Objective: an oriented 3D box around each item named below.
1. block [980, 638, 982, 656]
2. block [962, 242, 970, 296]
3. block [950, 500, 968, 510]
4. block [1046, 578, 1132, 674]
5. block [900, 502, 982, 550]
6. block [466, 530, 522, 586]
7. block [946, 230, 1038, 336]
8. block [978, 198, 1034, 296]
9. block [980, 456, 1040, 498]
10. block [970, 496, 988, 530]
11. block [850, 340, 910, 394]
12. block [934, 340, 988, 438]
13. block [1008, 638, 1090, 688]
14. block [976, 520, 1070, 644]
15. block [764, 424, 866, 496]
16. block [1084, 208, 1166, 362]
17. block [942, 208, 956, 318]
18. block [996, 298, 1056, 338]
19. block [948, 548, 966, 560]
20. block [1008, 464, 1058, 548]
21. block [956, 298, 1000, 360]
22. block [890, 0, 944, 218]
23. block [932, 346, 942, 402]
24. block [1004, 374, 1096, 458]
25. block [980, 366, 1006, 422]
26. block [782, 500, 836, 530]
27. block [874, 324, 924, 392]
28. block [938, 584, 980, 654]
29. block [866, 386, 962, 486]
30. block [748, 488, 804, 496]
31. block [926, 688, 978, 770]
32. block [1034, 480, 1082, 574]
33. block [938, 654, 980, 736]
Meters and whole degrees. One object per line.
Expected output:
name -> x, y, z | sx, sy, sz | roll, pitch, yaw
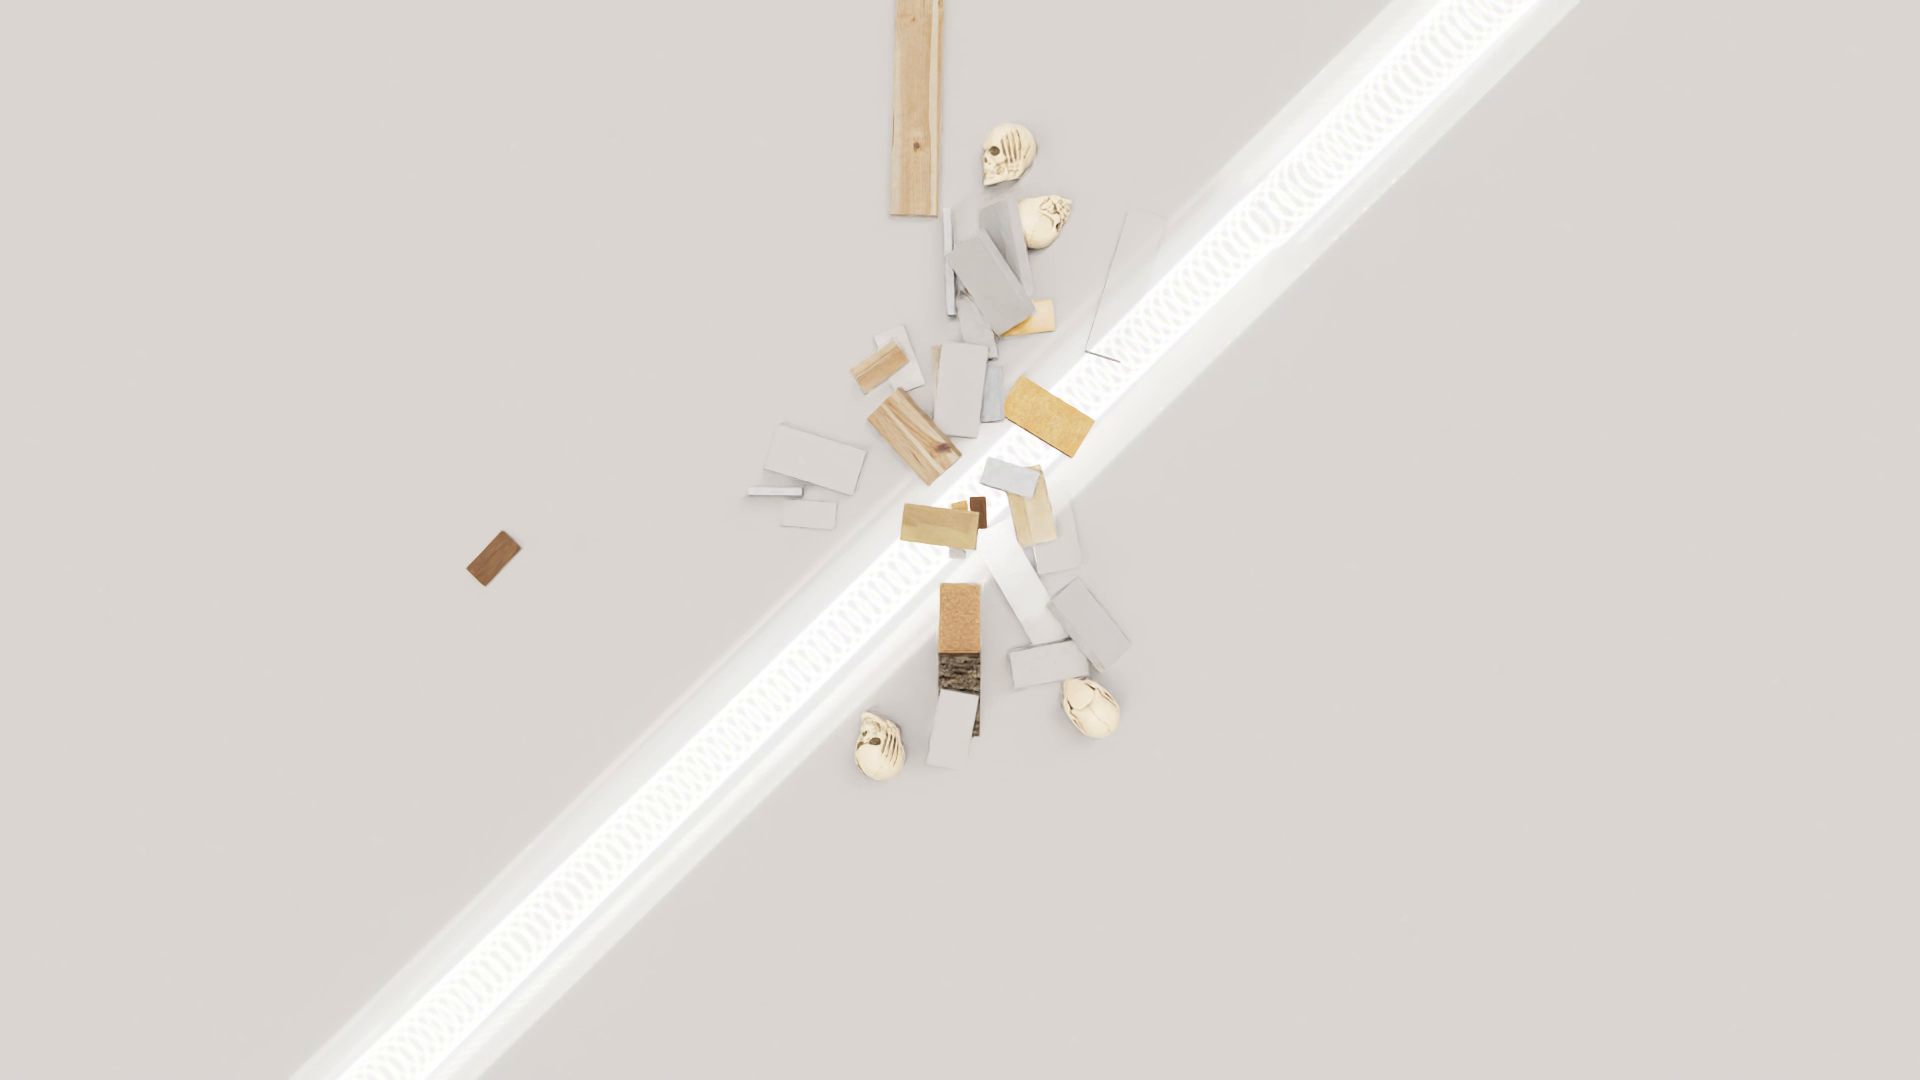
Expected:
block -> 0.000, 0.460, 5.481 | 0.136, 0.039, 0.273 | 1, 90, 0
block -> 0.058, -0.908, 5.488 | 0.088, 0.025, 0.176 | -5, 90, 0
block -> 0.007, -0.075, 5.492 | 0.054, 0.015, 0.109 | -12, 90, 0
block -> 0.426, 0.283, 5.440 | 0.291, 0.041, 0.145 | 51, 53, 0
block -> -0.066, -0.044, 5.460 | 0.254, 0.036, 0.127 | 7, 90, 10
block -> -1.549, 0.061, 5.488 | 0.088, 0.025, 0.176 | 43, 90, 0
block -> 0.101, -0.834, 5.363 | 0.157, 0.044, 0.314 | -27, 100, 41
block -> 0.150, -0.946, 5.414 | 0.044, 0.157, 0.314 | -13, 94, -37
block -> 0.165, -0.206, 5.415 | 0.182, 0.026, 0.091 | 18, 94, 7
block -> 0.061, -0.090, 5.484 | 0.054, 0.015, 0.109 | -3, 88, -14
block -> -0.264, -0.576, 5.460 | 0.182, 0.026, 0.091 | -34, 87, 12
block -> 0.000, -0.499, 5.446 | 0.152, 0.043, 0.304 | 7, 101, -2
block -> 0.294, 0.404, 5.457 | 0.252, 0.036, 0.126 | -10, 104, -5
block -> 0.203, 0.152, 5.482 | 0.126, 0.036, 0.439 | -30, 90, 0
block -> -0.479, -0.266, 5.478 | 0.304, 0.043, 0.152 | 17, 90, 0
block -> 0.549, -0.846, 5.482 | 0.127, 0.036, 0.492 | 17, 90, 0
block -> -0.034, -0.915, 5.455 | 0.025, 0.088, 0.351 | -2, 90, 4
block -> 0.207, -0.736, 5.485 | 0.209, 0.030, 0.104 | -7, 90, 0
block -> -0.008, 0.008, 5.478 | 0.054, 0.015, 0.109 | 3, 93, 10
block -> 0.233, -0.114, 5.439 | 0.127, 0.036, 0.254 | -13, 90, 8
block -> 0.059, -0.699, 5.469 | 0.104, 0.030, 0.209 | -11, 89, 17
block -> -0.142, -1.441, 5.478 | 0.157, 0.044, 0.728 | 1, 90, 0
block -> -0.046, -0.556, 5.487 | 0.091, 0.026, 0.182 | -2, 90, 0
block -> 0.288, -0.409, 5.479 | 0.291, 0.041, 0.145 | 31, 90, 0
block -> 0.103, -0.481, 5.460 | 0.025, 0.088, 0.176 | -4, 90, -44
block -> -0.502, -0.086, 5.488 | 0.176, 0.025, 0.088 | 4, 90, 0
block -> -0.201, -0.598, 5.485 | 0.104, 0.030, 0.209 | -21, 90, 0
block -> -0.001, 0.281, 5.444 | 0.136, 0.039, 0.273 | 1, 85, -1
block -> -0.151, -0.342, 5.450 | 0.152, 0.043, 0.304 | -42, 90, 23
block -> -0.608, -0.158, 5.456 | 0.176, 0.088, 0.025 | 0, 89, 0
block -> -0.024, 0.617, 5.386 | 0.126, 0.036, 0.252 | 10, 96, -4
block -> 0.308, -0.042, 5.479 | 0.145, 0.041, 0.291 | -11, 90, 0
block -> -0.003, 0.509, 5.414 | 0.136, 0.039, 0.273 | 0, 103, -1
